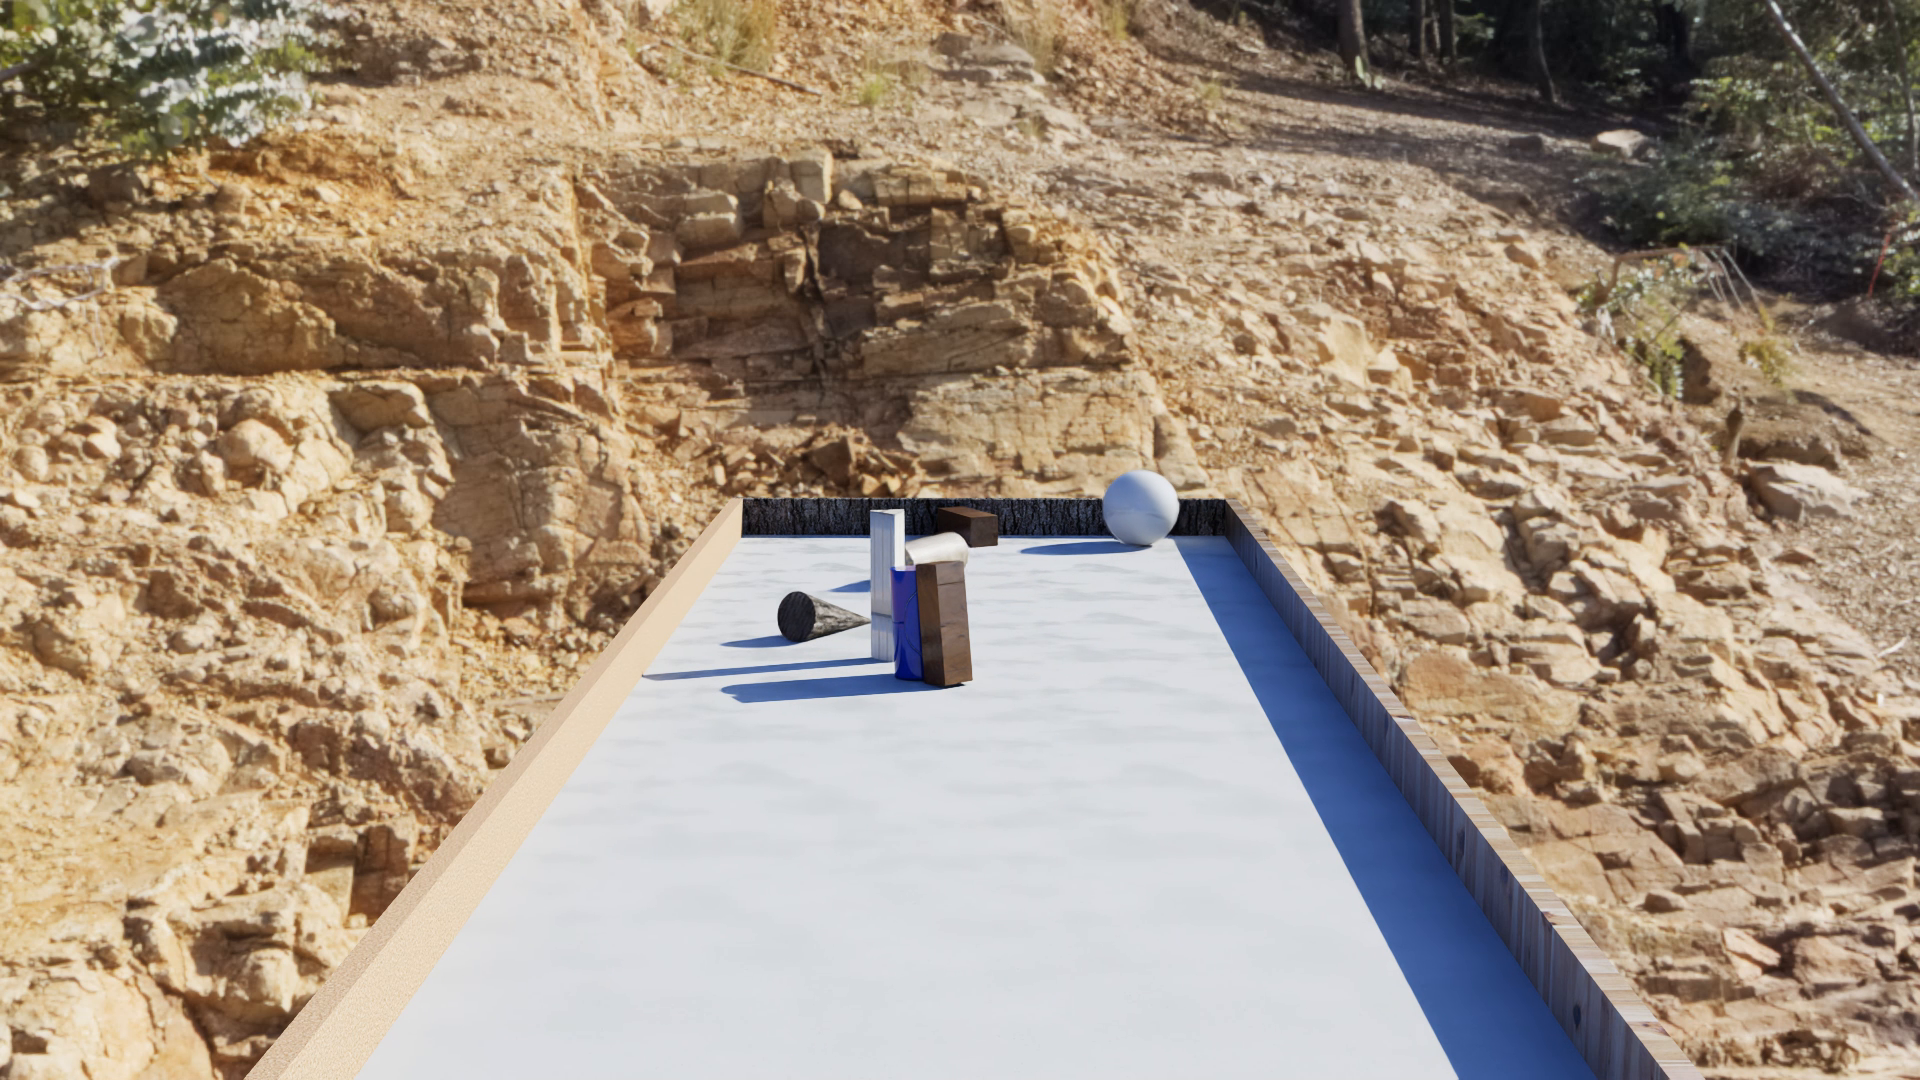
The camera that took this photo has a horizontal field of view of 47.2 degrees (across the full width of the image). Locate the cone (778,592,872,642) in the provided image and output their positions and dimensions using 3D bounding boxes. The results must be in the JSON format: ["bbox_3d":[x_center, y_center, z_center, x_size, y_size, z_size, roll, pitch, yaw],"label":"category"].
[{"bbox_3d":[-0.399,0.257,7.137,0.160,0.160,0.408,7,0,37],"label":"cone"}]

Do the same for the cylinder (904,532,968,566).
[{"bbox_3d":[-0.131,0.070,8.070,0.155,0.155,0.364,6,11,32],"label":"cylinder"}]

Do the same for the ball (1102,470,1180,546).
[{"bbox_3d":[0.728,-0.130,8.852,0.307,0.307,0.307,0,9,0],"label":"ball"}]

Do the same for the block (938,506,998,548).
[{"bbox_3d":[0.030,-0.054,8.962,0.122,0.122,0.303,-4,10,-26],"label":"block"}]

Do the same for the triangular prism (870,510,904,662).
[{"bbox_3d":[-0.204,0.136,6.700,0.090,0.455,0.104,-9,13,-44],"label":"triangular prism"}]

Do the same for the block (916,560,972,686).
[{"bbox_3d":[-0.046,0.238,6.359,0.100,0.349,0.100,-7,5,-37],"label":"block"}]

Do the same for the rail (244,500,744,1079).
[{"bbox_3d":[-1.004,0.839,3.234,0.050,0.150,12.000,0,9,1],"label":"rail"}]

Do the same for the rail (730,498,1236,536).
[{"bbox_3d":[0.099,-0.098,9.147,2.100,0.150,0.050,0,9,1],"label":"rail"}]

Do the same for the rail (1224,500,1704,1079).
[{"bbox_3d":[1.046,0.843,3.208,0.050,0.150,12.000,0,9,1],"label":"rail"}]

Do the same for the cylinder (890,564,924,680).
[{"bbox_3d":[-0.131,0.239,6.454,0.137,0.318,0.137,-3,6,0],"label":"cylinder"}]
